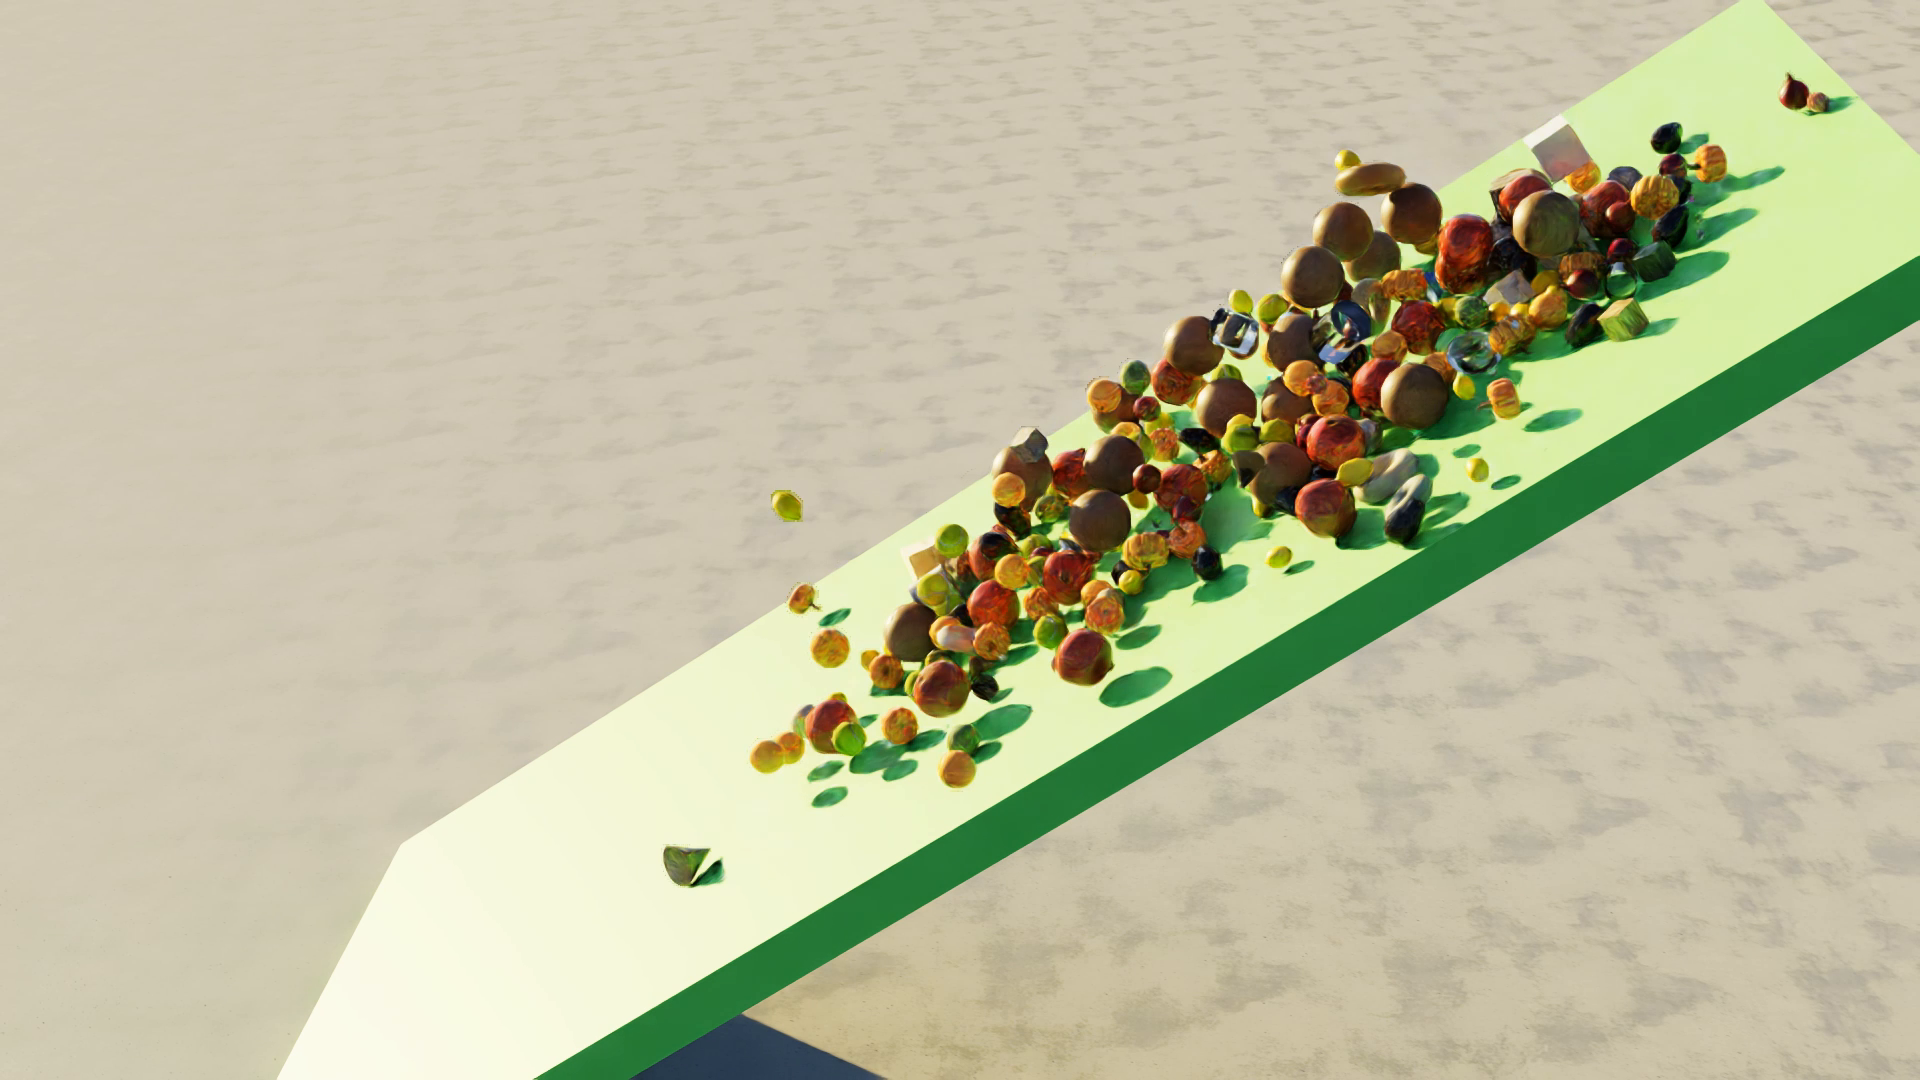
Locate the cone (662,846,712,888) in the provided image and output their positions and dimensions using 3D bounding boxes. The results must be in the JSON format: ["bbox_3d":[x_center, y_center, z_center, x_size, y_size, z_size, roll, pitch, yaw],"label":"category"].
[{"bbox_3d":[-0.546,0.652,6.041,0.092,0.092,0.092,20,33,41],"label":"cone"}]

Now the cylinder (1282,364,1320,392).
[{"bbox_3d":[0.710,-0.338,6.125,0.057,0.057,0.057,6,20,36],"label":"cylinder"}]

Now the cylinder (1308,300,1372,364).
[{"bbox_3d":[0.754,-0.413,5.838,0.092,0.092,0.092,-13,-19,-30],"label":"cylinder"}]

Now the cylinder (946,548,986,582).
[{"bbox_3d":[0.013,0.058,6.582,0.073,0.073,0.073,-8,5,-20],"label":"cylinder"}]

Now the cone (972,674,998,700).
[{"bbox_3d":[0.047,0.302,5.876,0.053,0.053,0.053,-3,-19,-8],"label":"cone"}]

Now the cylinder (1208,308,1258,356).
[{"bbox_3d":[0.555,-0.425,5.979,0.076,0.076,0.076,24,29,21],"label":"cylinder"}]

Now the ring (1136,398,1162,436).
[{"bbox_3d":[0.426,-0.278,6.652,0.031,0.094,0.094,-24,15,18],"label":"ring"}]

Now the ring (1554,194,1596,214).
[{"bbox_3d":[1.280,-0.694,6.124,0.086,0.029,0.086,-15,27,8],"label":"ring"}]

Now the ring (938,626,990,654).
[{"bbox_3d":[0.008,0.207,6.114,0.112,0.037,0.112,8,12,-2],"label":"ring"}]

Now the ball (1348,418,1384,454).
[{"bbox_3d":[0.785,-0.201,5.688,0.067,0.067,0.067,0,21,0],"label":"ball"}]

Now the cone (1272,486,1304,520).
[{"bbox_3d":[0.643,-0.057,5.639,0.066,0.066,0.066,-8,40,-19],"label":"cone"}]

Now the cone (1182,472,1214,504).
[{"bbox_3d":[0.483,-0.111,6.083,0.067,0.067,0.067,-4,5,-11],"label":"cone"}]

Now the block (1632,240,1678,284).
[{"bbox_3d":[1.310,-0.525,5.546,0.052,0.052,0.052,-18,24,49],"label":"block"}]

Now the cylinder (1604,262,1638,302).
[{"bbox_3d":[1.248,-0.486,5.550,0.060,0.060,0.060,5,28,12],"label":"cylinder"}]

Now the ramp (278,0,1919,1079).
[{"bbox_3d":[0.137,0.173,6.303,4.000,0.100,2.000,-32,16,15],"label":"ramp"}]

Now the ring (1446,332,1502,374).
[{"bbox_3d":[0.997,-0.363,5.702,0.108,0.036,0.108,-8,43,8],"label":"ring"}]

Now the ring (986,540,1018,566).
[{"bbox_3d":[0.094,0.030,6.583,0.078,0.026,0.078,-32,17,11],"label":"ring"}]

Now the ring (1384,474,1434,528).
[{"bbox_3d":[0.805,-0.069,5.274,0.038,0.114,0.114,38,22,-6],"label":"ring"}]

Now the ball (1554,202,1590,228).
[{"bbox_3d":[1.253,-0.657,6.027,0.070,0.070,0.070,0,21,0],"label":"ball"}]

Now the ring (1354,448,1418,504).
[{"bbox_3d":[0.792,-0.119,5.475,0.136,0.045,0.136,-34,15,11],"label":"ring"}]

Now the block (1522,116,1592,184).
[{"bbox_3d":[1.221,-0.798,6.013,0.092,0.092,0.092,-34,16,11],"label":"block"}]

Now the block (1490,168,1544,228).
[{"bbox_3d":[1.135,-0.698,5.999,0.082,0.082,0.082,-15,21,21],"label":"block"}]

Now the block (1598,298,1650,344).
[{"bbox_3d":[1.214,-0.402,5.381,0.055,0.055,0.055,-44,17,-26],"label":"block"}]

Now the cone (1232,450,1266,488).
[{"bbox_3d":[0.545,-0.125,5.606,0.067,0.067,0.067,6,59,14],"label":"cone"}]

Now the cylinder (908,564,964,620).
[{"bbox_3d":[-0.055,0.116,6.523,0.090,0.090,0.090,-34,21,6],"label":"cylinder"}]

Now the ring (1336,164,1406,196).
[{"bbox_3d":[0.849,-0.745,6.082,0.146,0.049,0.146,-5,-4,0],"label":"ring"}]

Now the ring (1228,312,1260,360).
[{"bbox_3d":[0.583,-0.420,6.071,0.033,0.098,0.098,3,18,42],"label":"ring"}]

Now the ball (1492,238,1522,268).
[{"bbox_3d":[1.097,-0.576,5.899,0.060,0.060,0.060,0,21,0],"label":"ball"}]

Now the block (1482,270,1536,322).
[{"bbox_3d":[1.087,-0.482,5.821,0.065,0.065,0.065,-33,-11,-22],"label":"block"}]

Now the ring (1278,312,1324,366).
[{"bbox_3d":[0.712,-0.417,6.120,0.045,0.134,0.134,-42,30,-3],"label":"ring"}]

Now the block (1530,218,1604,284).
[{"bbox_3d":[1.206,-0.575,5.851,0.088,0.088,0.088,-37,16,-3],"label":"block"}]

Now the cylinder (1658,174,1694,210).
[{"bbox_3d":[1.402,-0.682,5.767,0.053,0.053,0.053,23,2,-1],"label":"cylinder"}]

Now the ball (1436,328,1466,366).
[{"bbox_3d":[0.975,-0.379,5.789,0.077,0.077,0.077,0,21,0],"label":"ball"}]

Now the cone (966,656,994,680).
[{"bbox_3d":[0.047,0.256,6.013,0.052,0.052,0.052,-16,16,18],"label":"cone"}]

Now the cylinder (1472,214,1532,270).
[{"bbox_3d":[1.126,-0.623,6.101,0.094,0.094,0.094,-6,-18,-15],"label":"cylinder"}]

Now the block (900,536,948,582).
[{"bbox_3d":[-0.075,0.050,6.666,0.082,0.082,0.082,-25,16,-9],"label":"block"}]

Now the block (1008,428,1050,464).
[{"bbox_3d":[0.145,-0.198,6.146,0.051,0.051,0.051,-6,41,53],"label":"block"}]

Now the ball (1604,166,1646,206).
[{"bbox_3d":[1.352,-0.721,5.982,0.081,0.081,0.081,0,21,0],"label":"ball"}]

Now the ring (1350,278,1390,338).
[{"bbox_3d":[0.838,-0.475,6.012,0.041,0.123,0.123,3,18,39],"label":"ring"}]

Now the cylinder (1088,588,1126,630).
[{"bbox_3d":[0.289,0.136,5.782,0.059,0.059,0.059,8,35,20],"label":"cylinder"}]

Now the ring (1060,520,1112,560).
[{"bbox_3d":[0.263,0.002,6.178,0.111,0.037,0.111,-8,38,6],"label":"ring"}]

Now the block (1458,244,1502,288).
[{"bbox_3d":[1.076,-0.565,6.077,0.057,0.057,0.057,-32,36,-19],"label":"block"}]

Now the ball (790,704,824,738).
[{"bbox_3d":[-0.329,0.390,6.331,0.076,0.076,0.076,0,21,0],"label":"ball"}]

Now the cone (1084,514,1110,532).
[{"bbox_3d":[0.303,-0.012,6.240,0.071,0.071,0.071,-11,22,-27],"label":"cone"}]

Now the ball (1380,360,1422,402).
[{"bbox_3d":[0.870,-0.313,5.809,0.083,0.083,0.083,0,21,0],"label":"ball"}]
